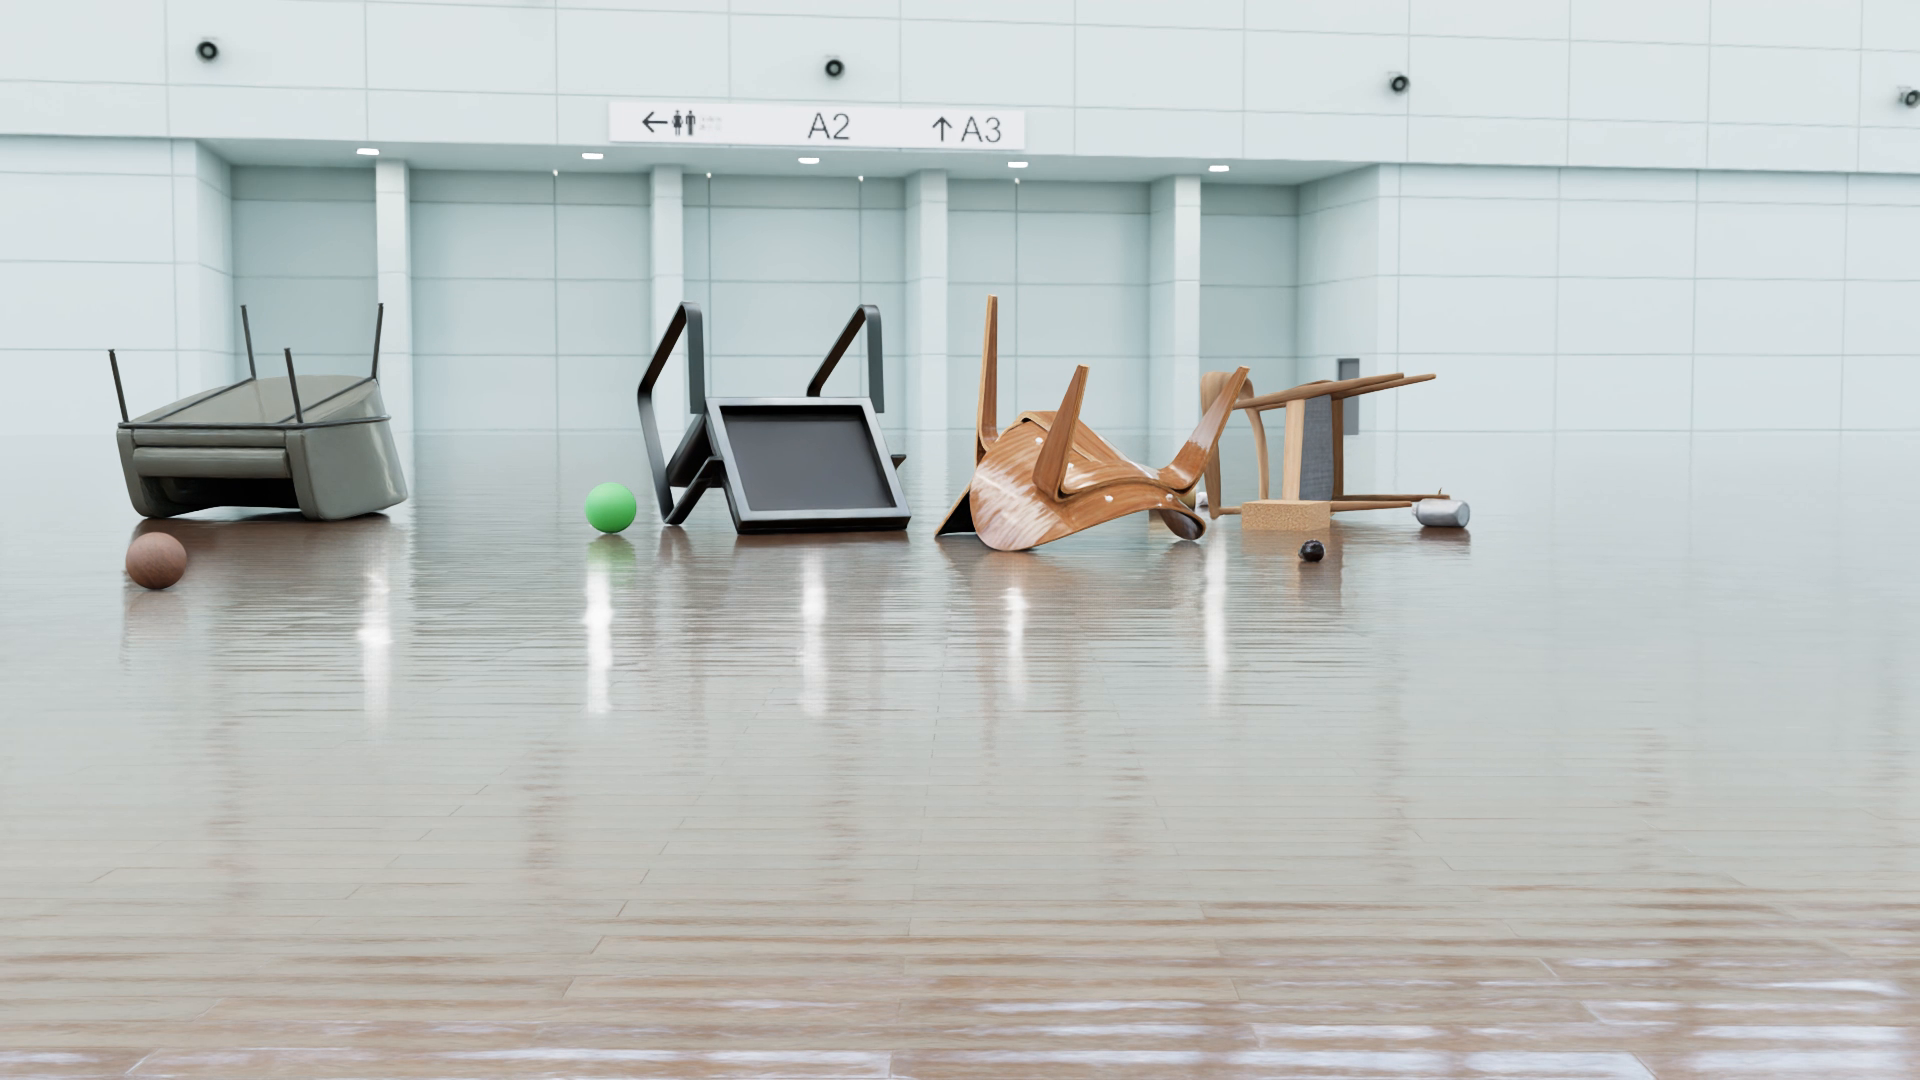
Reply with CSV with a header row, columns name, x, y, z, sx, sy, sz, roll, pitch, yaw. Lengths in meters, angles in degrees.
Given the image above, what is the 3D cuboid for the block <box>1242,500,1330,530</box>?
name,x,y,z,sx,sy,sz,roll,pitch,yaw
block,1.055,-0.081,7.112,0.220,0.084,0.229,2,4,27

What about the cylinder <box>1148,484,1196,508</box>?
name,x,y,z,sx,sy,sz,roll,pitch,yaw
cylinder,0.794,-0.164,8.245,0.175,0.093,0.104,0,-12,3

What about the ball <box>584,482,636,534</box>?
name,x,y,z,sx,sy,sz,roll,pitch,yaw
ball,-1.085,-0.099,6.829,0.160,0.160,0.160,0,4,0
